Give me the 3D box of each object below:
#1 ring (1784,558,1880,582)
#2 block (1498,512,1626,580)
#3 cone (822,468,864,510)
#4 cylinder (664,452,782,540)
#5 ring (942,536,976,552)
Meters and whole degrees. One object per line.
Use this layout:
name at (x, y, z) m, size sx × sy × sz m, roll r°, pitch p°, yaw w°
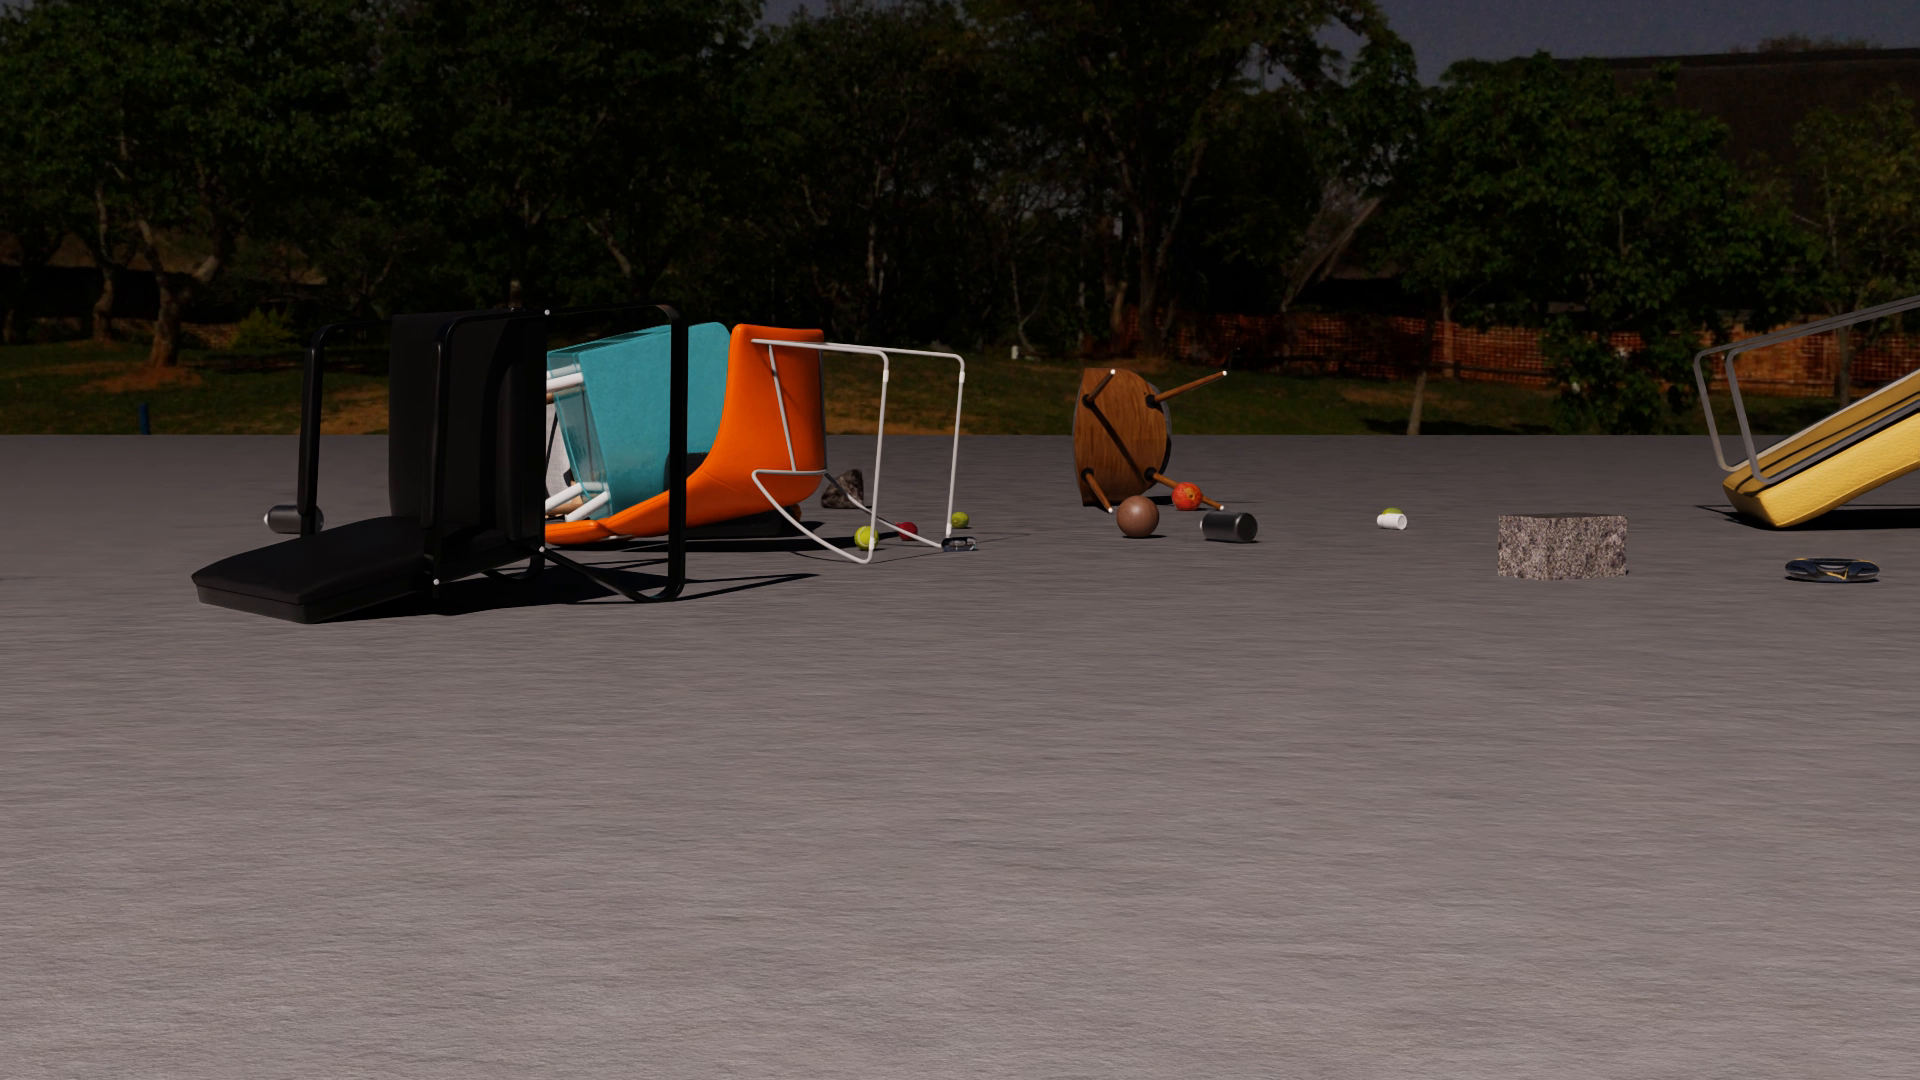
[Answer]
ring at (2.049, 0.071, 5.168) m, size 0.213 × 0.049 × 0.207 m, roll -1°, pitch 3°, yaw -26°
block at (1.447, 0.014, 5.284) m, size 0.255 × 0.146 × 0.162 m, roll -2°, pitch 4°, yaw -29°
cone at (-0.402, -0.154, 8.238) m, size 0.121 × 0.194 × 0.232 m, roll 43°, pitch 17°, yaw 18°
cylinder at (-0.713, -0.135, 6.616) m, size 0.316 × 0.263 × 0.171 m, roll -2°, pitch -7°, yaw -25°
ring at (-0.003, 0.012, 6.098) m, size 0.113 × 0.039 × 0.049 m, roll -4°, pitch 4°, yaw -32°
